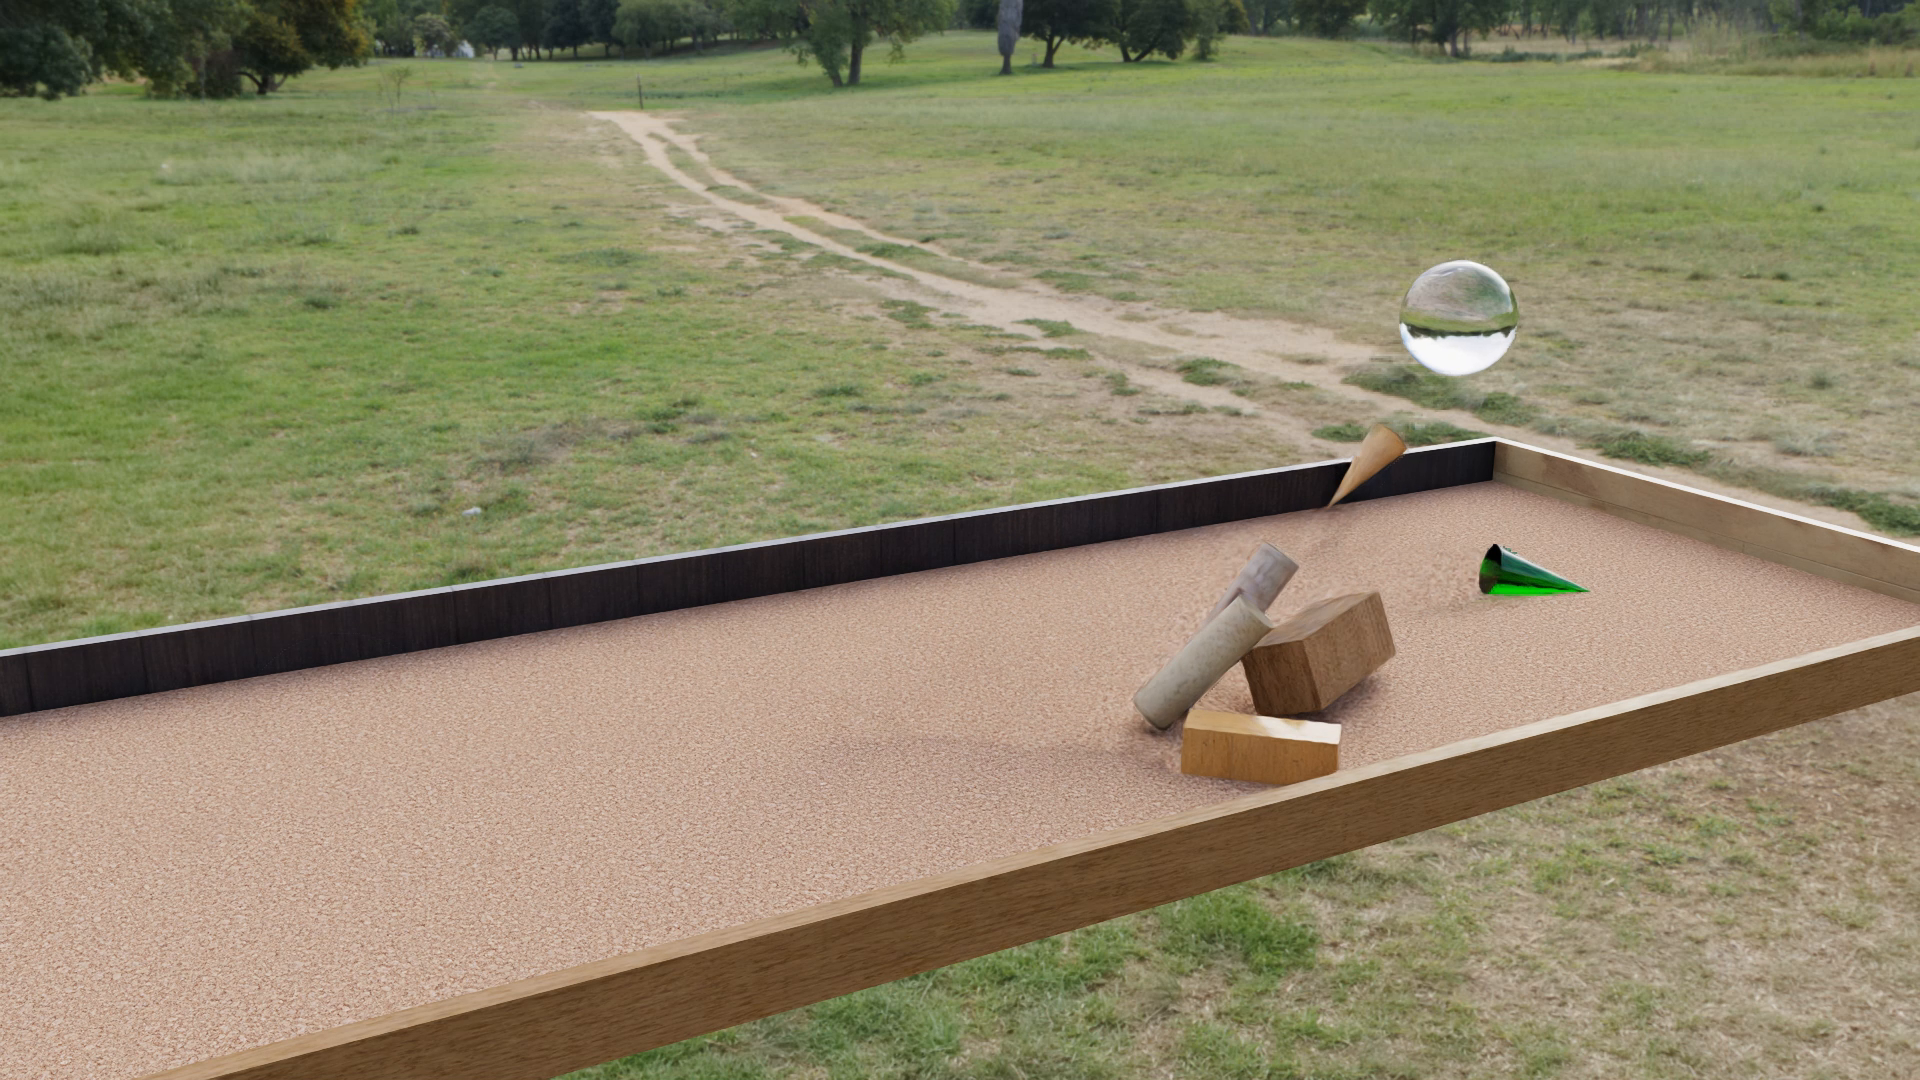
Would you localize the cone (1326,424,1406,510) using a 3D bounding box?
[{"bbox_3d":[1.376,-0.228,5.714,0.354,0.146,0.146,-47,32,-10],"label":"cone"}]

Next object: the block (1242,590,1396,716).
[{"bbox_3d":[0.881,0.274,4.034,0.170,0.170,0.457,-14,5,38],"label":"block"}]

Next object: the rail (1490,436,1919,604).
[{"bbox_3d":[2.466,-0.048,5.253,0.050,0.150,2.100,-9,18,-27],"label":"rail"}]

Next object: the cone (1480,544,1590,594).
[{"bbox_3d":[1.700,0.120,4.818,0.318,0.148,0.148,12,16,-4],"label":"cone"}]

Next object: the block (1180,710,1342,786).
[{"bbox_3d":[0.657,0.458,3.602,0.330,0.110,0.110,5,17,15],"label":"block"}]

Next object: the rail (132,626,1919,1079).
[{"bbox_3d":[-2.336,1.006,1.665,12.000,0.150,0.050,-9,18,-27],"label":"rail"}]

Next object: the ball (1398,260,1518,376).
[{"bbox_3d":[1.617,-0.719,5.354,0.373,0.373,0.373,0,16,0],"label":"ball"}]

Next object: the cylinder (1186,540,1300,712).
[{"bbox_3d":[0.634,0.206,3.924,0.102,0.434,0.102,35,8,-6],"label":"cylinder"}]

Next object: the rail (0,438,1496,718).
[{"bbox_3d":[-3.305,0.497,3.399,12.000,0.150,0.050,-9,18,-27],"label":"rail"}]

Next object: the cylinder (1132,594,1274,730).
[{"bbox_3d":[0.558,0.284,3.801,0.108,0.350,0.108,40,16,-14],"label":"cylinder"}]
